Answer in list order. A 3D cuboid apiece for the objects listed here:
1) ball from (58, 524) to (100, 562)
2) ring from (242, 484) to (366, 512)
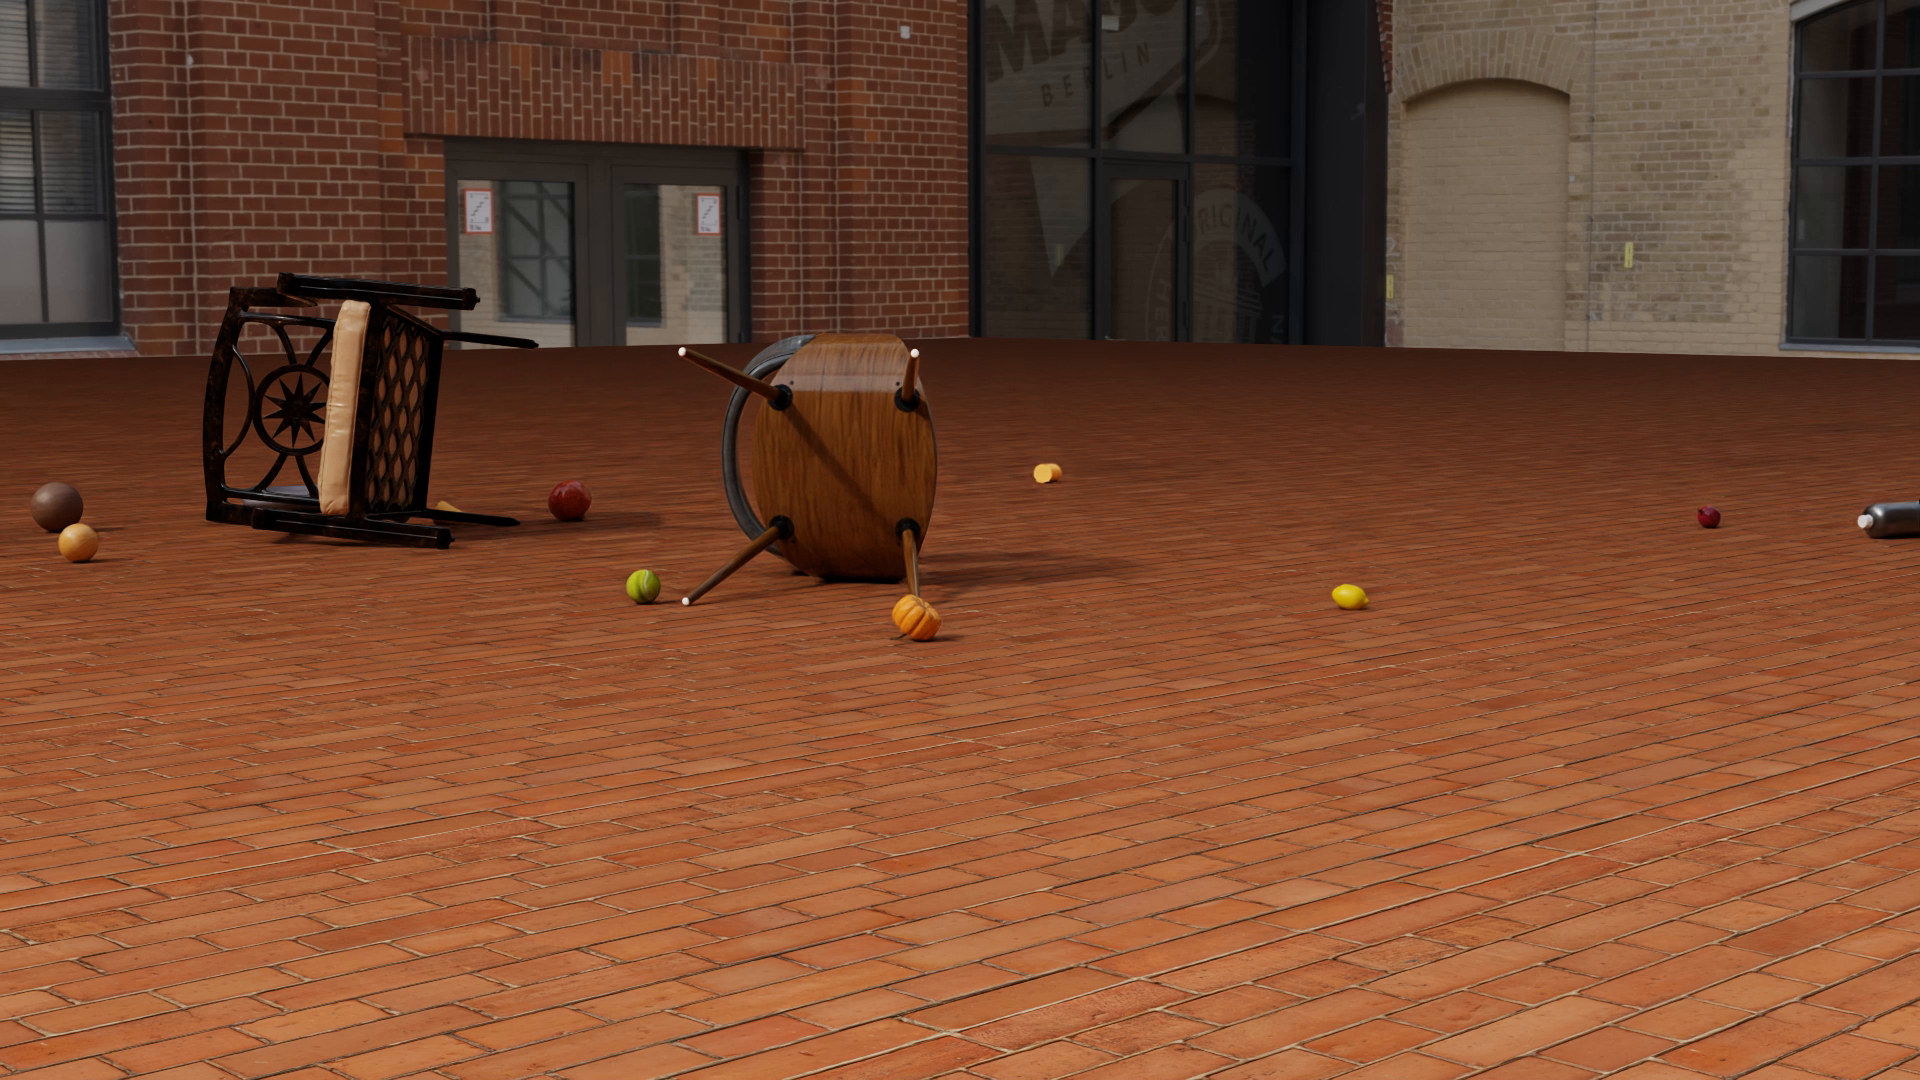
[{"bbox_3d":[-2.031,0.006,5.911,0.090,0.090,0.090,0,6,0],"label":"ball"},{"bbox_3d":[-1.855,-0.118,7.260,0.283,0.062,0.379,3,6,35],"label":"ring"}]
